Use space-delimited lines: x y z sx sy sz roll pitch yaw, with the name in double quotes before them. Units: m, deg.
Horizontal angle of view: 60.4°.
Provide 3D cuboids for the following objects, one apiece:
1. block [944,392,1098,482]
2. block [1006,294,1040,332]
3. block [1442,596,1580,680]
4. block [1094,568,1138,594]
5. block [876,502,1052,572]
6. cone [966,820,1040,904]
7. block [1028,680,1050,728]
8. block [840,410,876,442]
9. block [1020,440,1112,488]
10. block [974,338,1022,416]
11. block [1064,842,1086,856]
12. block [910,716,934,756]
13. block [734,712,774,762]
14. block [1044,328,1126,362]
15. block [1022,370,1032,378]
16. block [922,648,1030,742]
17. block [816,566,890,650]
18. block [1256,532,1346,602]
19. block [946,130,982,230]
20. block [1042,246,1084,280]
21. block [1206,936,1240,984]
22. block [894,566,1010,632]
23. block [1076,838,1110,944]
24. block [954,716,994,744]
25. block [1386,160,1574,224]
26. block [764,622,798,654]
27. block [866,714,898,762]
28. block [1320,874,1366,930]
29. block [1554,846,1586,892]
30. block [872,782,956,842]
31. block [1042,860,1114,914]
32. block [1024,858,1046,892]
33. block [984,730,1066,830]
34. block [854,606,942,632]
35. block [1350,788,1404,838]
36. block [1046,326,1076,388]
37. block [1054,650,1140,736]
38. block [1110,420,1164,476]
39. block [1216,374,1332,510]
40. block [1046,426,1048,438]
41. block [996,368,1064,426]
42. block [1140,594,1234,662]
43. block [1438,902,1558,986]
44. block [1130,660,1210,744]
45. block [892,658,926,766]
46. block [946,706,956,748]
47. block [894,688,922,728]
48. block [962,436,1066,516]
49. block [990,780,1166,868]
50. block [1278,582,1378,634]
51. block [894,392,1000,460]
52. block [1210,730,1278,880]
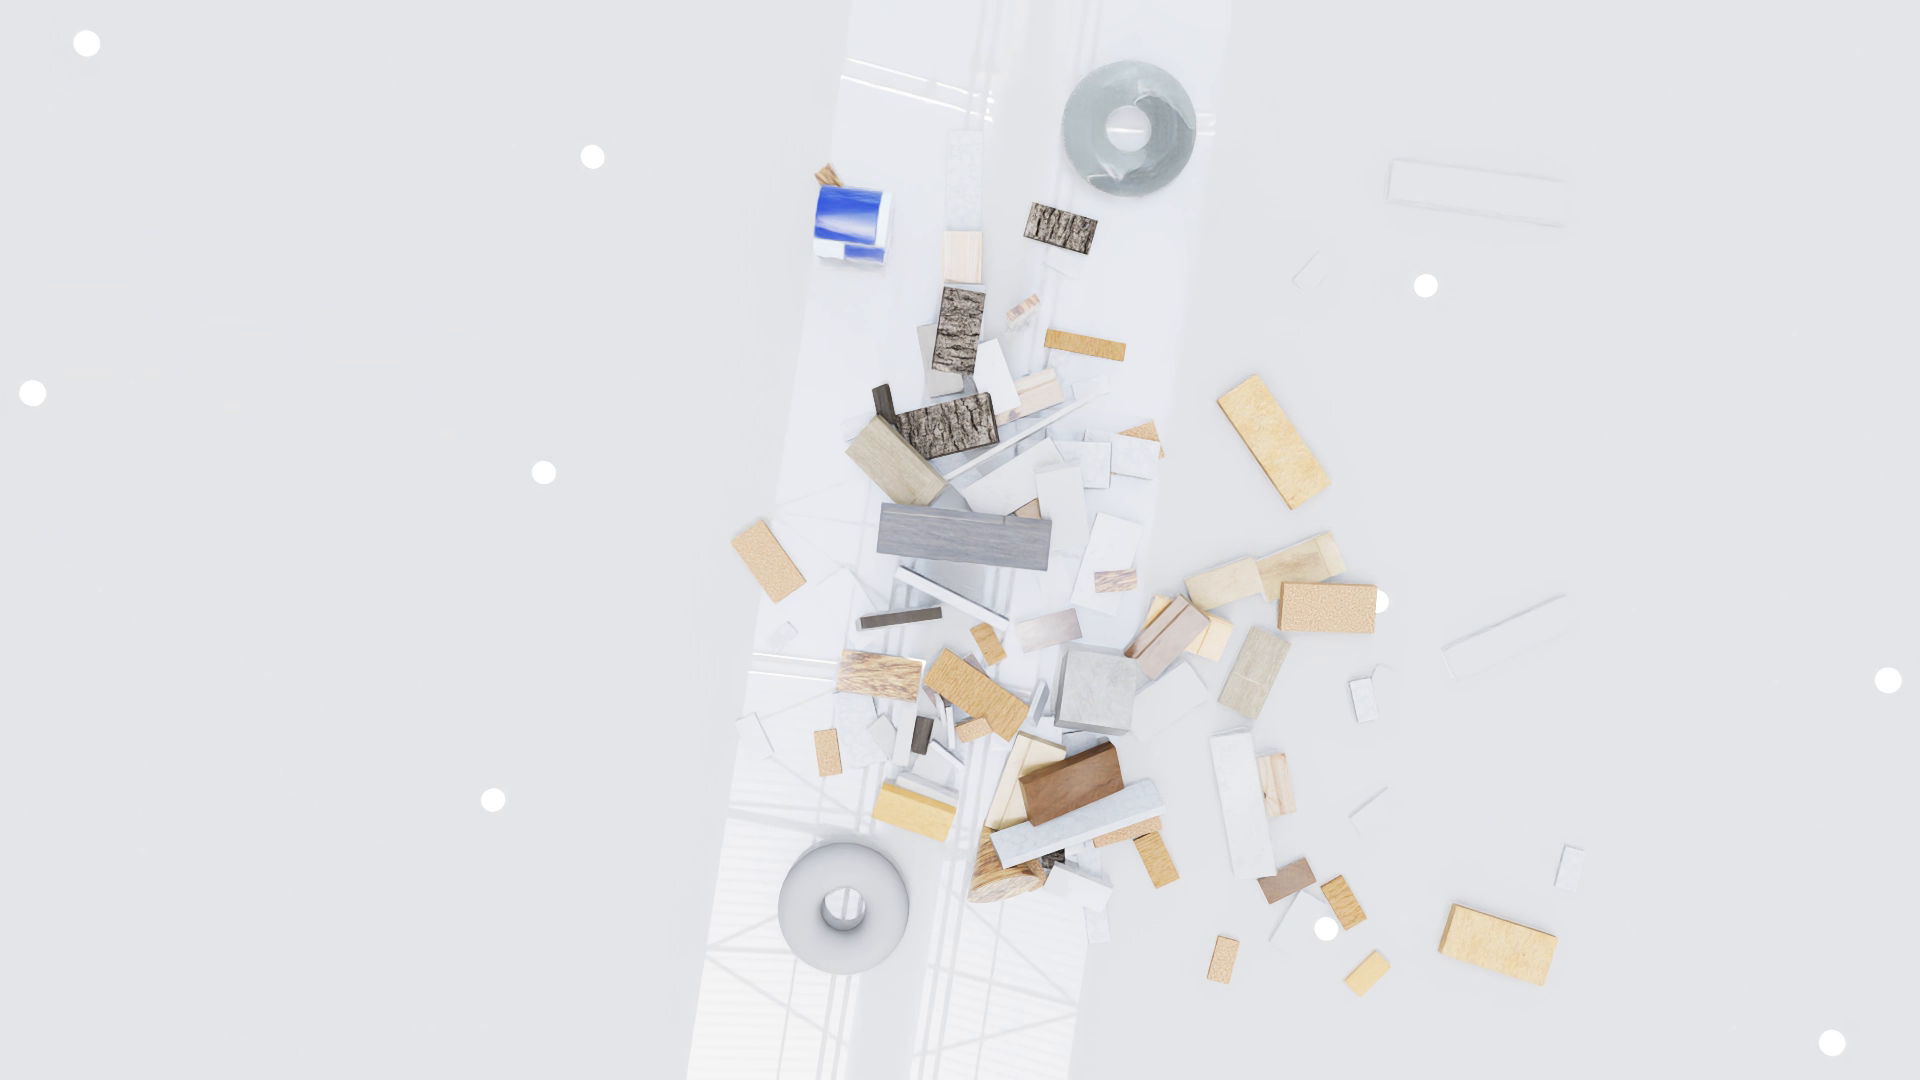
"block" 0.168 -0.320 5.426 0.642 0.061 0.017 -29 85 4
"block" 0.204 -0.742 5.386 0.113 0.227 0.032 -35 88 0
"block" 1.831 0.324 5.485 0.446 0.030 0.105 -24 90 0
"block" 0.514 0.135 5.446 0.139 0.020 0.069 -5 90 0
"block" 0.014 -0.009 5.343 0.555 0.047 0.165 6 86 0
"cone" 0.111 1.037 5.445 0.246 0.246 0.246 -16 63 0
"block" 0.259 0.540 5.435 0.020 0.069 0.139 9 57 23
"block" -0.332 -0.380 5.491 0.127 0.018 0.063 -21 90 0
"block" 0.348 -0.249 5.416 0.295 0.042 0.148 2 91 11
"block" 0.108 -0.533 5.430 0.117 0.033 0.234 -21 93 4
"block" 0.358 0.966 5.471 0.076 0.021 0.151 -17 88 5
"block" -0.128 0.647 5.468 0.061 0.017 0.122 10 84 29
"block" -0.685 0.659 5.489 0.075 0.021 0.149 -26 90 0
"block" 0.416 -0.647 5.477 0.270 0.017 0.059 10 90 -6
"block" 0.213 -0.499 5.491 0.061 0.017 0.122 35 90 0
"block" 0.057 0.512 5.443 0.348 0.038 0.134 35 88 4
"block" -0.357 0.227 5.482 0.127 0.036 0.254 -34 90 0
"block" 1.126 0.089 5.480 0.278 0.039 0.139 -22 90 0
"block" 0.011 -1.089 5.484 0.113 0.032 0.536 1 90 0
"block" 0.345 -0.923 5.491 0.127 0.018 0.063 29 90 0
"block" 0.877 1.398 5.490 0.073 0.021 0.146 15 90 0
"block" -0.026 0.190 5.408 0.402 0.127 0.036 27 91 0
"block" 0.442 1.166 5.490 0.073 0.021 0.347 -8 90 0
"block" 0.046 0.623 5.426 0.121 0.017 0.061 -23 103 28
"block" 1.727 -1.157 5.482 0.601 0.036 0.126 8 90 0
"block" -0.595 0.326 5.493 0.104 0.015 0.052 -43 90 0
"block" -0.239 0.660 5.461 0.075 0.021 0.149 -42 102 -24
"block" 1.276 1.207 5.488 0.082 0.023 0.164 -30 90 0
"block" 2.029 1.094 5.490 0.069 0.020 0.138 15 90 0
"block" -0.152 0.901 5.452 0.257 0.036 0.129 19 120 0
"block" 0.389 1.145 5.444 0.210 0.030 0.105 22 115 0
"block" 0.230 1.088 5.489 0.076 0.021 0.151 -25 90 0
"block" 0.216 0.812 5.441 0.167 0.047 0.335 19 102 0
"block" -0.202 0.261 5.406 0.268 0.134 0.038 -7 84 -12
"block" 1.385 0.907 5.488 0.164 0.023 0.082 -39 90 0
"block" 0.327 -0.592 5.491 0.067 0.019 0.226 12 90 0
"block" 0.440 0.498 5.350 0.228 0.228 0.228 8 78 0
"block" 0.541 -0.295 5.482 0.251 0.036 0.126 -19 90 0
"block" 1.042 -0.326 5.478 0.157 0.044 0.440 -34 90 0
"block" 0.267 -0.349 5.488 0.053 0.015 0.105 -5 90 11
"block" 0.194 -0.467 5.464 0.284 0.033 0.117 -21 93 4
"block" 0.752 0.290 5.463 0.274 0.039 0.137 21 106 0
"block" 1.786 1.343 5.476 0.353 0.047 0.167 18 90 0
"block" 0.674 0.537 5.480 0.278 0.039 0.139 -35 90 0
"block" -0.169 0.569 5.454 0.052 0.015 0.351 10 77 0
"block" -0.031 0.617 5.433 0.019 0.067 0.134 -5 87 -1
"block" -0.173 0.555 5.491 0.067 0.019 0.146 11 90 0
"block" 0.188 -0.186 5.406 0.341 0.042 0.148 -32 85 10
"block" 0.385 0.927 5.396 0.567 0.129 0.036 -18 127 -9
"block" 1.216 0.223 5.454 0.314 0.044 0.157 2 99 -4
"block" -0.046 -0.365 5.422 0.330 0.047 0.165 -13 83 16
"block" 0.939 0.878 5.456 0.137 0.039 0.477 -10 91 20
